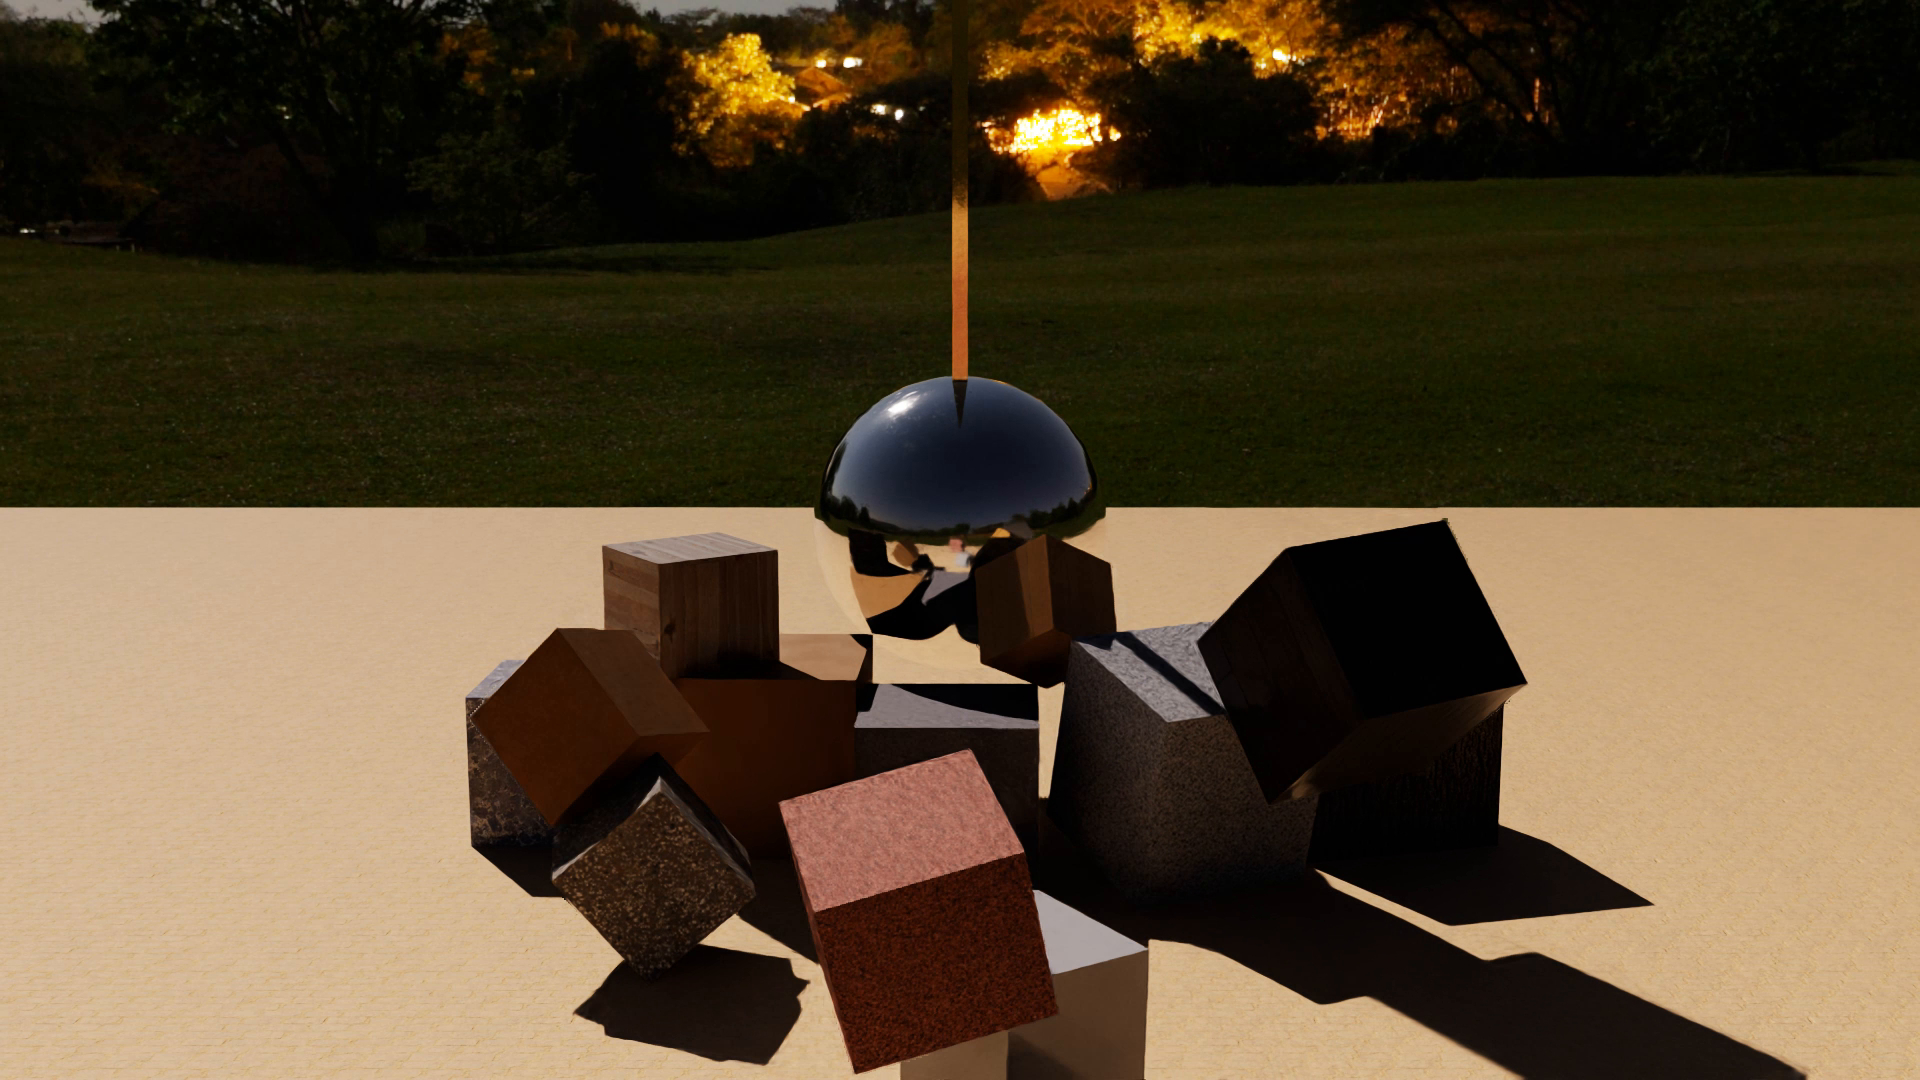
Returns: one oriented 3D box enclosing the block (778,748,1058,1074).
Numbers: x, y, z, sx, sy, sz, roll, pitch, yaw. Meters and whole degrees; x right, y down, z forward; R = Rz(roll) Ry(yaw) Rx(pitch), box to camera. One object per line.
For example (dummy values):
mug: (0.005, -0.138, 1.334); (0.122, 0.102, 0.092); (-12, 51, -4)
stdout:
block: (-0.154, 1.253, 7.547); (0.706, 0.635, 0.792); (-15, 22, -8)

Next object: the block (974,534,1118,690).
block: (0.430, 0.362, 10.960); (0.488, 0.521, 0.483); (-28, -37, 37)

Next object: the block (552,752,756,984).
block: (-1.323, 1.403, 9.477); (0.589, 0.615, 0.602); (-40, 14, 0)

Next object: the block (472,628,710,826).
block: (-1.649, 0.827, 9.852); (0.622, 0.590, 0.625); (50, 15, 17)

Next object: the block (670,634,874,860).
block: (-0.989, 1.038, 11.300); (1.010, 0.914, 1.015); (0, 10, 2)

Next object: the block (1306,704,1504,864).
block: (2.072, 1.041, 11.330); (1.062, 0.899, 0.962); (-3, 11, -15)

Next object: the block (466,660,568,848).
block: (-1.971, 1.095, 11.387); (0.954, 0.772, 0.801); (0, 10, 2)

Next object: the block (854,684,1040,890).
block: (-0.052, 1.194, 10.790); (0.870, 0.791, 0.852); (0, 10, 1)

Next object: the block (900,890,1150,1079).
block: (0.227, 1.750, 8.074); (0.619, 0.637, 0.682); (-7, 15, -34)

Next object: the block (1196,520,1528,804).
block: (1.765, 0.542, 9.769); (0.893, 0.825, 0.868); (-9, -26, -29)

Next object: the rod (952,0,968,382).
rod: (0.000, -3.331, 10.920); (0.080, 5.200, 0.080); (0, 18, 0)

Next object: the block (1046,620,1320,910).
block: (1.091, 1.049, 10.543); (0.933, 0.979, 0.886); (-5, 25, -26)

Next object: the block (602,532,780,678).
block: (-1.358, 0.319, 11.100); (0.667, 0.573, 0.615); (-7, 12, -34)

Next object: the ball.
ball: (0.000, -0.094, 11.961); (1.600, 1.600, 1.600); (0, 10, 0)
